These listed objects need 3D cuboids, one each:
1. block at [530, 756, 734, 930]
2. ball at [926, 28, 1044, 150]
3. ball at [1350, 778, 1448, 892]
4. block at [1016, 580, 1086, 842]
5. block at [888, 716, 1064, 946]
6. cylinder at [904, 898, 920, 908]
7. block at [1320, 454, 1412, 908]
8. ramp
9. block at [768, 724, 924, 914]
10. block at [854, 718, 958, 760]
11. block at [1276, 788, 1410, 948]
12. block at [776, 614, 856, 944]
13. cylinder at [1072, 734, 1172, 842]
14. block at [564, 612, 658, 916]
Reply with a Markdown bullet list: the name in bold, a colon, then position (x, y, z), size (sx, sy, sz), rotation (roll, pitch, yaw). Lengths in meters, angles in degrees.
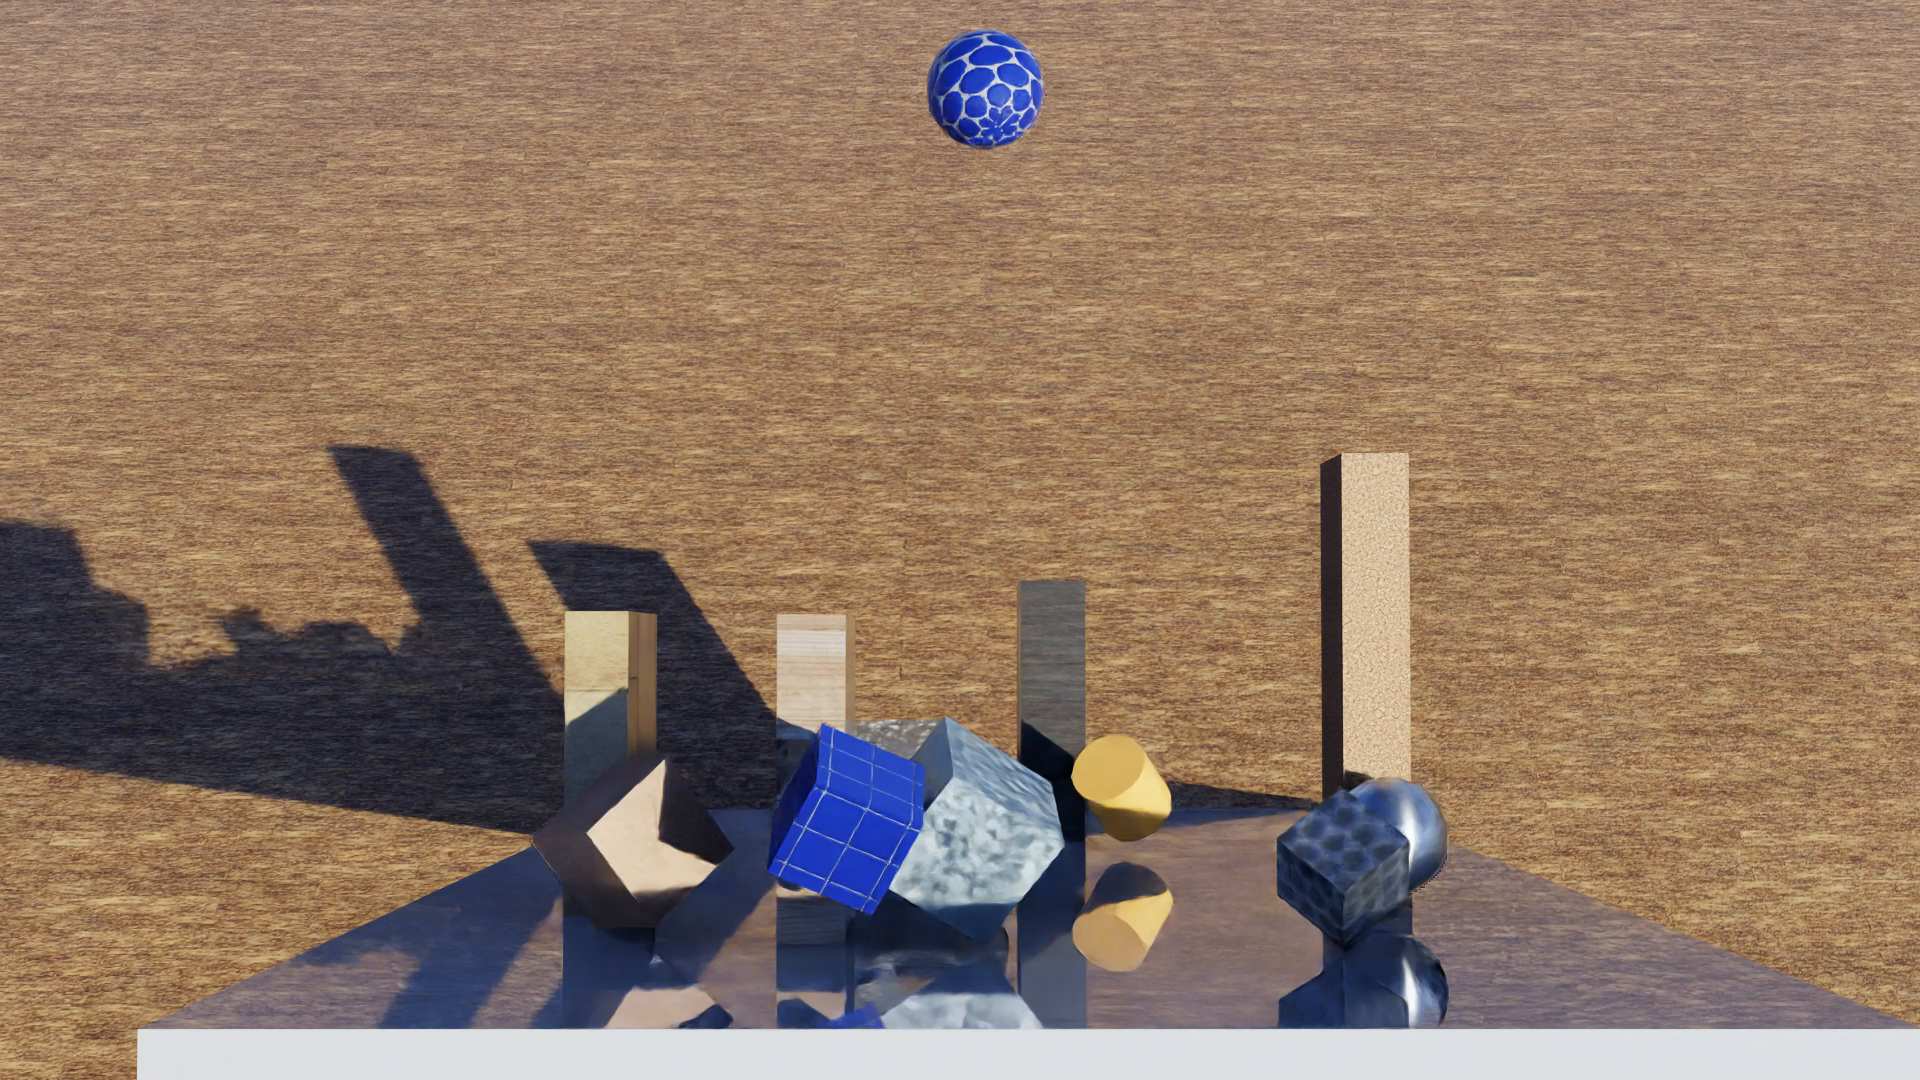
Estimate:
- **block**: position (-0.490, 0.455, 3.893), size (0.176, 0.176, 0.176), rotation (-43, 17, -33)
- **ball**: position (0.030, -0.532, 3.072), size (0.140, 0.140, 0.140), rotation (0, 37, 0)
- **ball**: position (0.688, 0.475, 4.173), size (0.187, 0.187, 0.187), rotation (0, 37, 0)
- **block**: position (0.205, 0.385, 5.918), size (0.142, 0.574, 0.389), rotation (0, -2, 0)
- **block**: position (0.006, 0.418, 3.756), size (0.195, 0.195, 0.195), rotation (33, 16, -16)
- **cylinder**: position (-0.017, 0.536, 4.311), size (0.140, 0.140, 0.140), rotation (33, 19, 36)
- **block**: position (0.685, 0.235, 4.404), size (0.111, 0.747, 0.254), rotation (0, -2, 0)
- **ramp**: position (0.080, 0.680, 4.904), size (2.000, 0.100, 4.000), rotation (0, -2, 0)
- **block**: position (-0.156, 0.385, 3.596), size (0.159, 0.159, 0.159), rotation (24, 23, -11)
- **block**: position (-0.102, 0.483, 4.967), size (0.198, 0.198, 0.198), rotation (-3, 34, 13)
- **block**: position (0.536, 0.459, 3.643), size (0.130, 0.130, 0.130), rotation (-34, 50, -23)
- **block**: position (-0.215, 0.352, 3.926), size (0.099, 0.475, 0.339), rotation (0, -2, 0)
- **cylinder**: position (0.338, 0.518, 5.423), size (0.161, 0.161, 0.161), rotation (-16, 47, 18)
- **block**: position (-0.581, 0.364, 4.346), size (0.101, 0.485, 0.395), rotation (0, -2, 0)
